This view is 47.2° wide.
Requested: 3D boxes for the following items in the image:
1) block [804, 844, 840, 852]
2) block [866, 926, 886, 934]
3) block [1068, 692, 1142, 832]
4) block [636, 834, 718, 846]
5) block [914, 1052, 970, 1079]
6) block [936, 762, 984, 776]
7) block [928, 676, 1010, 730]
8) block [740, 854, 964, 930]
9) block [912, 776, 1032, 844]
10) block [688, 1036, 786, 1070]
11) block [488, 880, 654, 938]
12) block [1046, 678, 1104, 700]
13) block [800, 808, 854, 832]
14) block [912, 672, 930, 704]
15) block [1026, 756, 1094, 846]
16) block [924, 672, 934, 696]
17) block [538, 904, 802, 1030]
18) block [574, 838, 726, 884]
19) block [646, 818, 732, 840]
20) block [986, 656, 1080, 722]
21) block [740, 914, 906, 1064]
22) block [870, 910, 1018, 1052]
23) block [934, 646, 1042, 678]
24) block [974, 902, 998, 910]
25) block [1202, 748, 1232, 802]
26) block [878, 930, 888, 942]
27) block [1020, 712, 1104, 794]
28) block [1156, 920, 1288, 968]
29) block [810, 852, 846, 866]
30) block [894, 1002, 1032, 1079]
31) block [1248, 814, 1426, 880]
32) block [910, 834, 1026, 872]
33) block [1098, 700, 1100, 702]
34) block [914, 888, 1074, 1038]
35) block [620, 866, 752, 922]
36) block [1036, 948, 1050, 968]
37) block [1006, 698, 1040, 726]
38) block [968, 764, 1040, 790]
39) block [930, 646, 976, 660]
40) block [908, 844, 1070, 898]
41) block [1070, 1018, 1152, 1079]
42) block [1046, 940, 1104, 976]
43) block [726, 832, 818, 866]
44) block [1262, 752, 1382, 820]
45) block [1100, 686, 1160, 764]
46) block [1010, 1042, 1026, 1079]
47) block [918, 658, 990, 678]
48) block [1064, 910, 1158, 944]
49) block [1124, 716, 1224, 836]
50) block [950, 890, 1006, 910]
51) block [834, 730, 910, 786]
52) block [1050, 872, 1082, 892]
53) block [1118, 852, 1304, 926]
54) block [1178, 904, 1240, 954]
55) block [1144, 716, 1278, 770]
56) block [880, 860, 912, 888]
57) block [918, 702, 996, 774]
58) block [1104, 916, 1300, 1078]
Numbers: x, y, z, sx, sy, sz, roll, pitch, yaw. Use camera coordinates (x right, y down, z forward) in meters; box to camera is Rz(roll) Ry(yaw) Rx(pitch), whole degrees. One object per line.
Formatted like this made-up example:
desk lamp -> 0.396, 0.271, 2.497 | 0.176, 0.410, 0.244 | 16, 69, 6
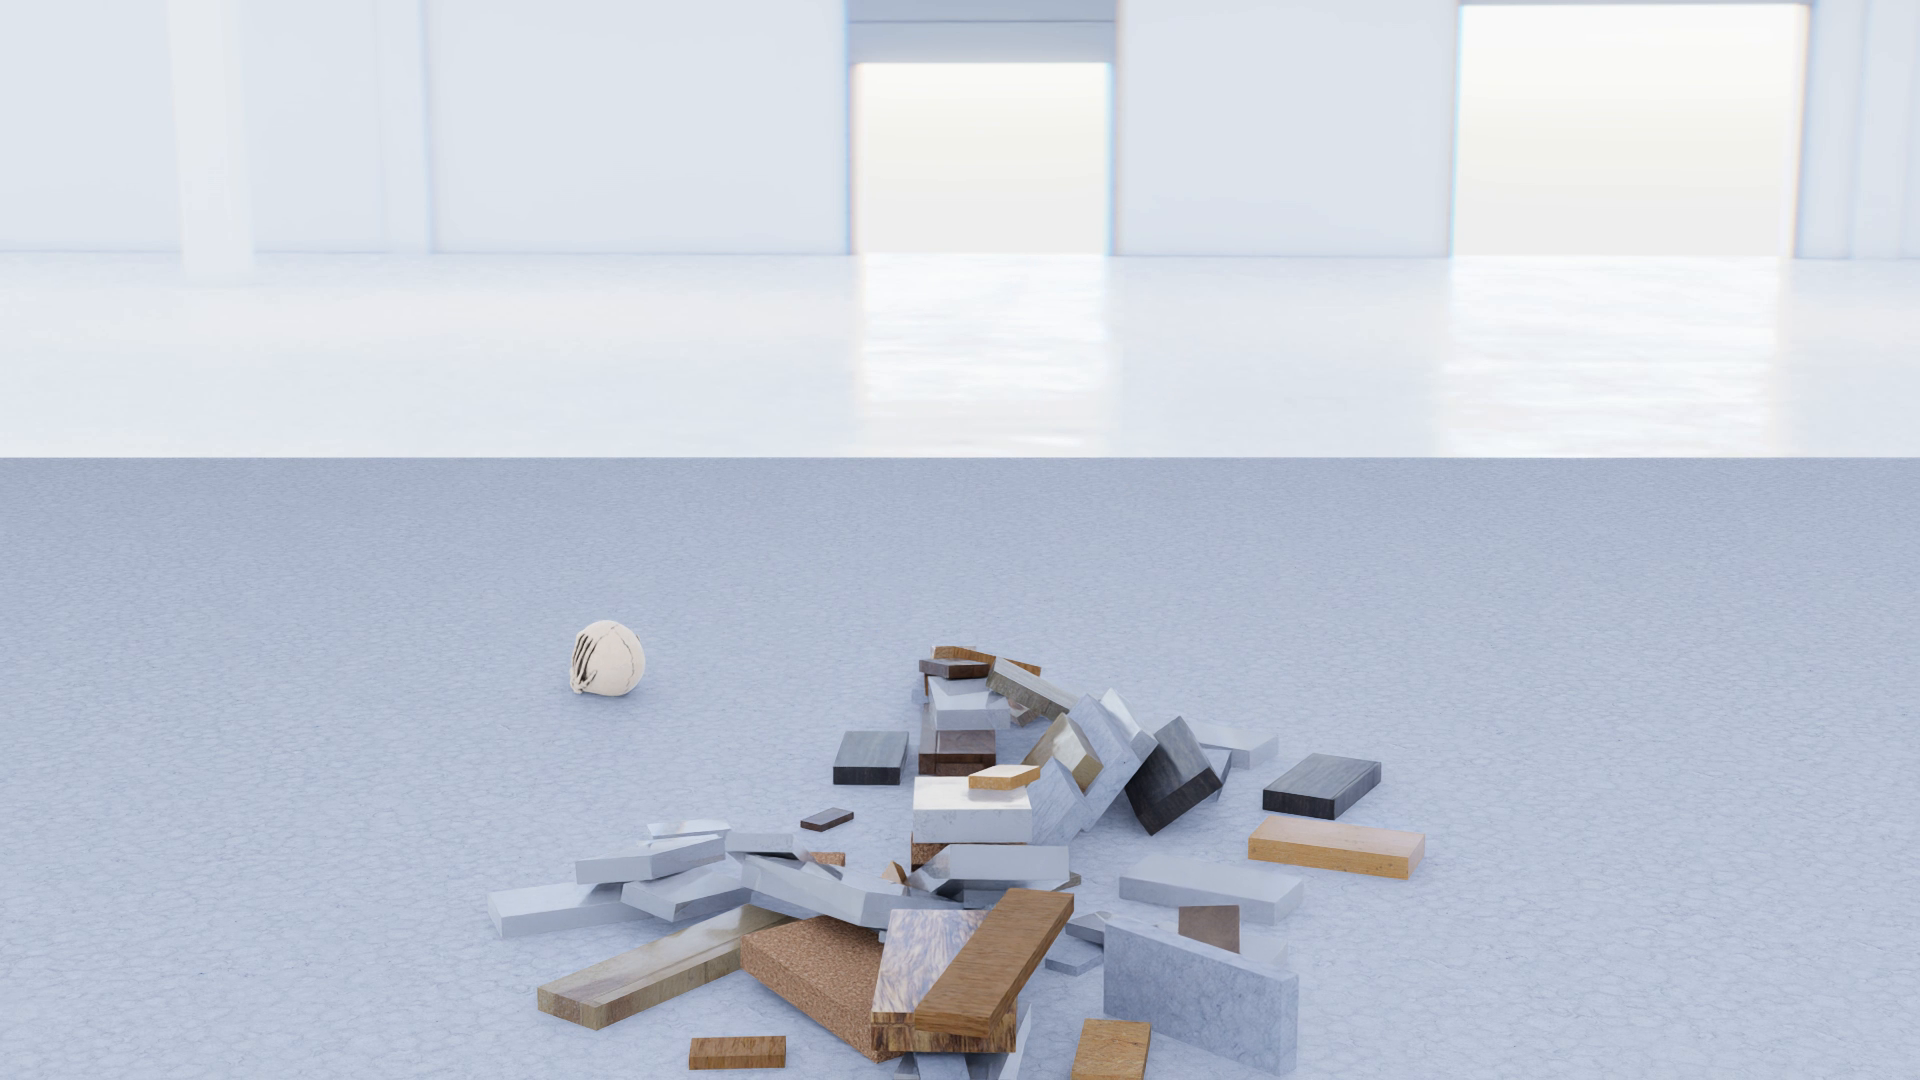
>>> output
block -> -0.261, 0.548, 3.856 | 0.097, 0.014, 0.049 | -2, 11, -9
block -> -0.066, 0.616, 3.354 | 0.099, 0.028, 0.197 | -8, 13, -37
block -> 0.240, 0.417, 4.182 | 0.045, 0.160, 0.420 | 37, 5, -11
block -> -0.492, 0.544, 3.864 | 0.142, 0.020, 0.071 | -3, 11, -16
block -> -0.021, 0.652, 2.699 | 0.059, 0.017, 0.117 | -6, 23, -7
block -> 0.000, 0.430, 4.123 | 0.087, 0.025, 0.175 | 0, -5, 0
block -> 0.016, 0.334, 4.528 | 0.148, 0.042, 0.295 | -1, 10, -4
block -> -0.171, 0.544, 3.382 | 0.178, 0.050, 0.355 | 13, -5, -35
block -> 0.017, 0.427, 3.499 | 0.180, 0.051, 0.359 | 0, 2, -1
block -> -0.304, 0.702, 3.013 | 0.130, 0.018, 0.065 | -1, 11, -3
block -> -0.631, 0.592, 3.563 | 0.245, 0.035, 0.122 | -4, 11, -22
block -> 0.230, 0.356, 4.828 | 0.131, 0.037, 0.261 | -6, 12, -31
block -> -0.244, 0.514, 4.041 | 0.049, 0.014, 0.097 | 7, 13, 34
block -> -0.037, 0.320, 4.867 | 0.110, 0.031, 0.220 | 1, 11, 7
block -> 0.156, 0.483, 3.890 | 0.038, 0.135, 0.271 | 38, 4, -11
block -> -0.030, 0.304, 4.794 | 0.093, 0.026, 0.185 | 0, 11, -2
block -> -0.427, 0.638, 3.315 | 0.122, 0.035, 0.443 | 8, 13, 37
block -> -0.512, 0.534, 3.663 | 0.136, 0.039, 0.273 | -7, -3, 19
block -> -0.488, 0.526, 3.960 | 0.142, 0.020, 0.071 | -3, 11, -17
block -> 0.198, 0.339, 4.550 | 0.301, 0.037, 0.131 | 28, 11, -1
block -> -0.148, 0.640, 3.181 | 0.178, 0.050, 0.356 | -8, 18, -36
block -> -0.013, 0.572, 2.879 | 0.178, 0.050, 0.368 | 0, 10, 2
block -> 0.062, 0.281, 5.003 | 0.220, 0.031, 0.110 | 15, -9, -19
block -> 0.068, 0.576, 3.341 | 0.099, 0.028, 0.197 | 7, -18, -24
block -> 0.455, 0.456, 4.293 | 0.122, 0.035, 0.245 | 2, 11, 13
block -> -0.062, 0.593, 3.274 | 0.058, 0.016, 0.116 | 8, -2, 36
block -> 0.185, 0.430, 4.140 | 0.042, 0.148, 0.295 | 37, 5, -11
block -> 0.387, 0.630, 3.371 | 0.211, 0.030, 0.105 | 5, 12, 24
block -> -0.272, 0.558, 3.786 | 0.142, 0.020, 0.071 | 1, 11, 4
block -> 0.007, 0.656, 2.830 | 0.130, 0.037, 0.259 | 2, 10, 11
block -> 0.659, 0.536, 3.849 | 0.280, 0.040, 0.140 | 4, 11, 23
block -> 0.010, 0.512, 3.605 | 0.180, 0.051, 0.359 | 0, -11, -2
block -> 0.326, 0.403, 4.447 | 0.049, 0.014, 0.334 | 24, 15, -13
block -> 0.052, 0.539, 2.843 | 0.092, 0.026, 0.456 | 3, 11, 16
block -> -0.440, 0.572, 3.558 | 0.105, 0.030, 0.211 | 15, 7, 29
block -> 0.032, 0.607, 3.153 | 0.130, 0.037, 0.259 | 3, 7, 17
block -> 0.129, 0.348, 4.782 | 0.093, 0.026, 0.185 | -34, 21, -14
block -> 0.074, 0.388, 3.596 | 0.073, 0.021, 0.146 | 0, 2, 21
block -> -0.010, 0.350, 4.876 | 0.110, 0.031, 0.867 | 0, 11, -1
block -> 0.038, 0.525, 3.406 | 0.180, 0.051, 0.359 | 3, -17, -11
block -> 0.207, 0.702, 2.992 | 0.092, 0.026, 0.184 | 2, 11, 9
block -> 0.188, 0.638, 3.368 | 0.058, 0.016, 0.116 | 8, 13, 37
block -> -0.306, 0.519, 3.605 | 0.105, 0.030, 0.301 | 0, -16, 4
block -> 0.695, 0.470, 4.208 | 0.140, 0.040, 0.280 | 6, 12, 28
block -> 0.289, 0.400, 4.271 | 0.045, 0.160, 0.320 | 37, 5, -11
block -> 0.013, 0.680, 2.908 | 0.130, 0.037, 0.259 | 1, 10, 7
block -> -0.013, 0.275, 4.720 | 0.093, 0.026, 0.185 | -1, 1, -21
block -> 0.235, 0.604, 3.413 | 0.073, 0.021, 0.146 | -10, 6, -32
block -> 0.385, 0.437, 4.111 | 0.160, 0.045, 0.320 | -36, 12, 4
block -> 0.033, 0.572, 3.428 | 0.099, 0.028, 0.197 | 3, -17, -12
block -> -0.176, 0.435, 4.403 | 0.131, 0.037, 0.261 | 0, 11, 2
block -> 0.141, 0.576, 3.698 | 0.116, 0.016, 0.058 | -8, 13, -38
block -> 0.416, 0.576, 3.638 | 0.273, 0.039, 0.136 | 6, 12, 28
block -> 0.375, 0.615, 3.307 | 0.092, 0.026, 0.184 | -3, 26, 9
block -> 0.495, 0.414, 4.507 | 0.280, 0.040, 0.140 | 7, 12, 31
block -> -0.112, 0.575, 3.551 | 0.021, 0.073, 0.146 | 34, 3, -14
block -> -0.003, 0.396, 4.412 | 0.148, 0.042, 0.405 | 0, 10, 1
block -> 0.332, 0.633, 3.065 | 0.313, 0.136, 0.039 | 10, 15, 44
